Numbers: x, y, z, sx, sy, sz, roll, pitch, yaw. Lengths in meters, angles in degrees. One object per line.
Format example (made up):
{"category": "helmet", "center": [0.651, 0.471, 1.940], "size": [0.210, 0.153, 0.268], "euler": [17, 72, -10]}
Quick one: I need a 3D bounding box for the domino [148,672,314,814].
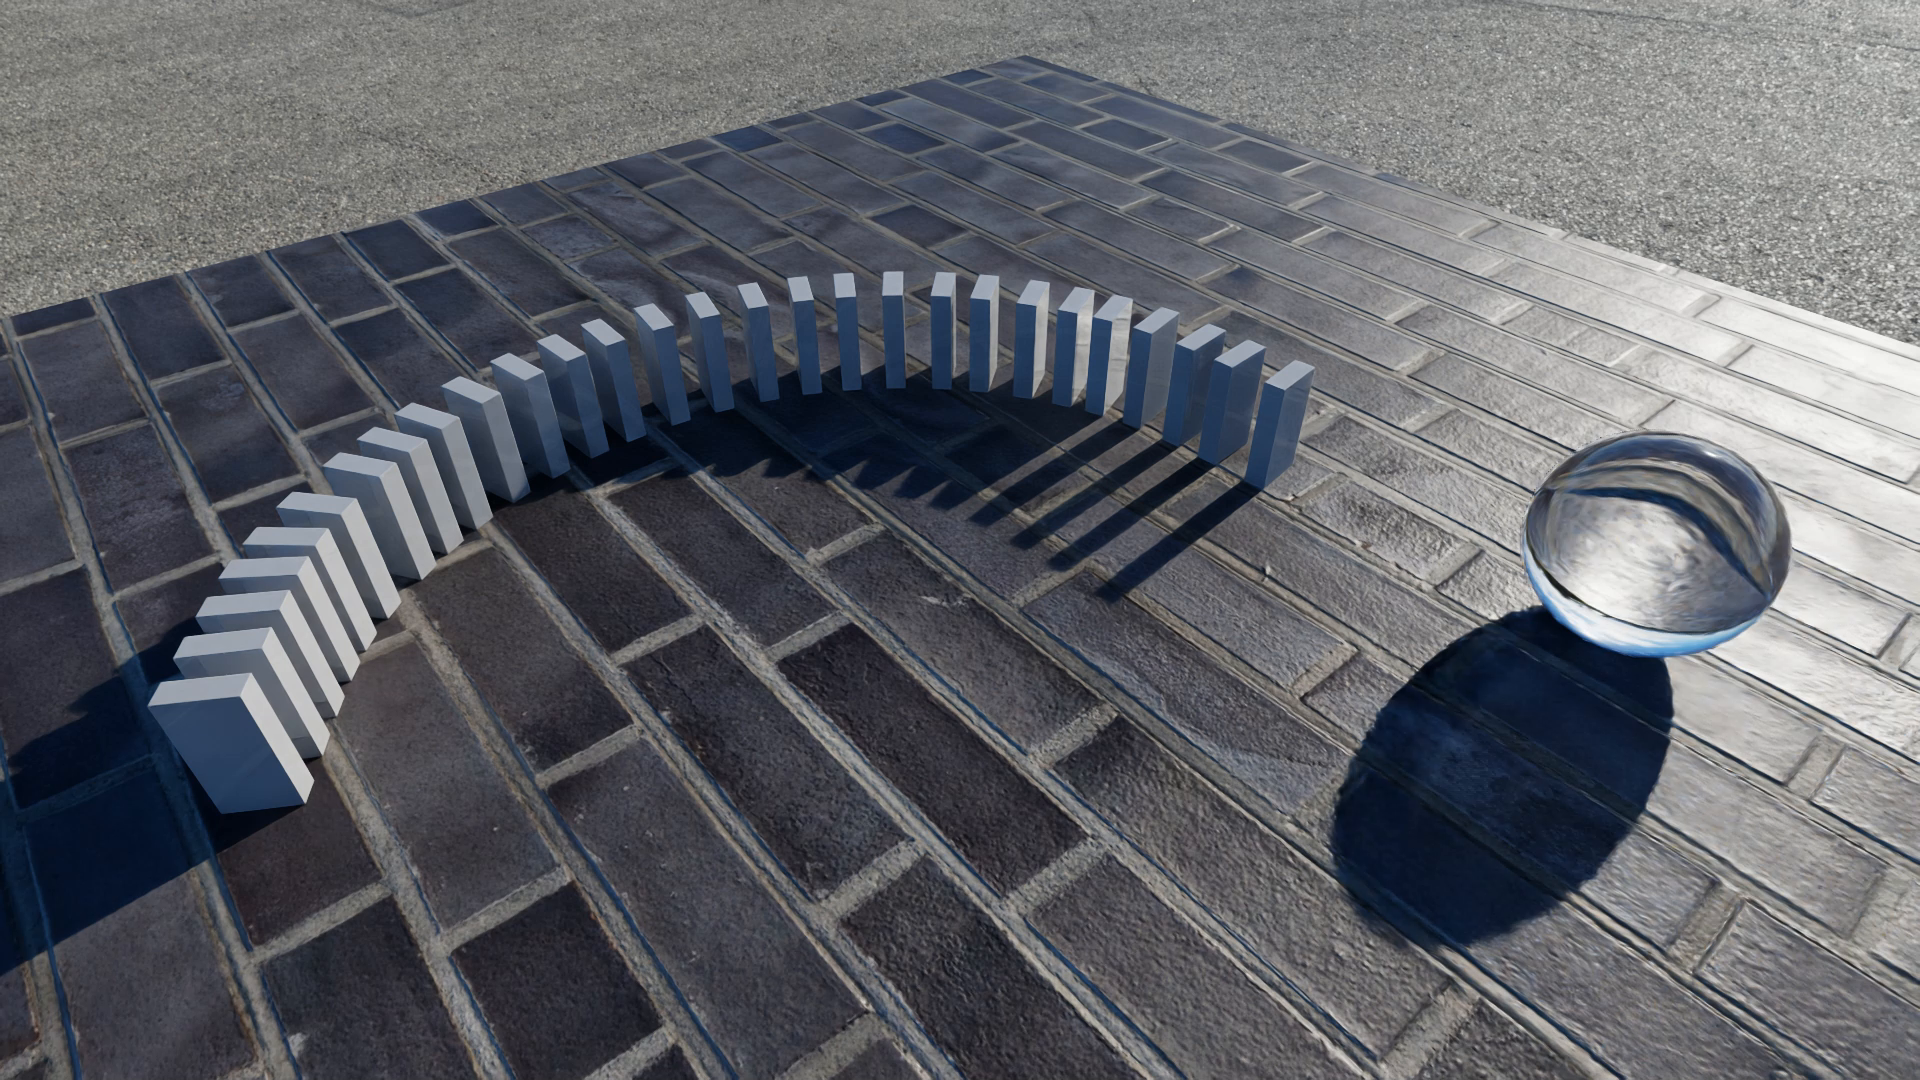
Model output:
{"category": "domino", "center": [-0.221, 0.063, 0.335], "size": [0.025, 0.050, 0.010], "euler": [-6, 40, -7]}

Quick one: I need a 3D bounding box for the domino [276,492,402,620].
{"category": "domino", "center": [-0.227, 0.006, 0.404], "size": [0.025, 0.050, 0.009], "euler": [6, 40, 7]}

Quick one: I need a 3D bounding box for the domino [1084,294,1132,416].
{"category": "domino", "center": [0.070, -0.087, 0.517], "size": [0.010, 0.050, 0.025], "euler": [19, 43, 22]}

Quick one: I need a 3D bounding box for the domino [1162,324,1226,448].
{"category": "domino", "center": [0.105, -0.069, 0.496], "size": [0.009, 0.050, 0.025], "euler": [31, 49, 32]}

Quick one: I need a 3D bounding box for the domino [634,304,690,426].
{"category": "domino", "center": [-0.138, -0.081, 0.511], "size": [0.009, 0.050, 0.025], "euler": [-22, 44, -25]}

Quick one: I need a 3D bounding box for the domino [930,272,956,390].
{"category": "domino", "center": [-0.008, -0.102, 0.535], "size": [0.010, 0.050, 0.025], "euler": [3, 39, 4]}

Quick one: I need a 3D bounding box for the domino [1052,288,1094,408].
{"category": "domino", "center": [0.054, -0.091, 0.523], "size": [0.009, 0.050, 0.025], "euler": [15, 42, 18]}

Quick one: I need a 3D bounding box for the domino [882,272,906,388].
{"category": "domino", "center": [-0.032, -0.102, 0.536], "size": [0.010, 0.050, 0.025], "euler": [-1, 39, -1]}

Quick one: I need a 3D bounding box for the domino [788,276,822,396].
{"category": "domino", "center": [-0.075, -0.099, 0.532], "size": [0.010, 0.050, 0.025], "euler": [-9, 40, -10]}

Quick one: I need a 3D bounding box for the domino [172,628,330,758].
{"category": "domino", "center": [-0.224, 0.051, 0.350], "size": [0.025, 0.050, 0.009], "euler": [-6, 40, -8]}

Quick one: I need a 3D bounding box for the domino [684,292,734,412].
{"category": "domino", "center": [-0.118, -0.088, 0.519], "size": [0.009, 0.050, 0.025], "euler": [-18, 43, -20]}

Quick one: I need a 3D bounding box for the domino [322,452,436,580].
{"category": "domino", "center": [-0.222, -0.009, 0.422], "size": [0.025, 0.050, 0.009], "euler": [10, 40, 12]}

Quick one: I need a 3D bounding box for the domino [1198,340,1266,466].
{"category": "domino", "center": [0.120, -0.060, 0.485], "size": [0.025, 0.050, 0.010], "euler": [-31, 49, -32]}

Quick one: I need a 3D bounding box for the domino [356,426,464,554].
{"category": "domino", "center": [-0.217, -0.019, 0.435], "size": [0.025, 0.050, 0.009], "euler": [13, 41, 16]}

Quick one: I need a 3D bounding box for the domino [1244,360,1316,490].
{"category": "domino", "center": [0.137, -0.049, 0.471], "size": [0.010, 0.050, 0.025], "euler": [31, 48, 32]}

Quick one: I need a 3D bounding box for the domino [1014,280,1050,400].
{"category": "domino", "center": [0.034, -0.096, 0.529], "size": [0.009, 0.050, 0.025], "euler": [11, 41, 14]}

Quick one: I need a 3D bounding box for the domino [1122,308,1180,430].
{"category": "domino", "center": [0.088, -0.079, 0.508], "size": [0.009, 0.050, 0.025], "euler": [26, 46, 28]}

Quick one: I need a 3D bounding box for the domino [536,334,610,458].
{"category": "domino", "center": [-0.172, -0.064, 0.489], "size": [0.025, 0.050, 0.009], "euler": [32, 49, 33]}

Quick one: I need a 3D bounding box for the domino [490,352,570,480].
{"category": "domino", "center": [-0.186, -0.053, 0.477], "size": [0.025, 0.050, 0.009], "euler": [27, 46, 29]}

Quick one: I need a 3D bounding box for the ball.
{"category": "ball", "center": [0.242, 0.002, 0.386], "size": [0.080, 0.080, 0.080], "euler": [0, 39, 0]}

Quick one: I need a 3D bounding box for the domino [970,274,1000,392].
{"category": "domino", "center": [0.012, -0.100, 0.533], "size": [0.010, 0.050, 0.025], "euler": [7, 40, 9]}

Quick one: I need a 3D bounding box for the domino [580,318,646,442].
{"category": "domino", "center": [-0.157, -0.072, 0.500], "size": [0.009, 0.050, 0.025], "euler": [-28, 47, -30]}

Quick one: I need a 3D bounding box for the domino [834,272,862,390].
{"category": "domino", "center": [-0.055, -0.101, 0.535], "size": [0.010, 0.050, 0.025], "euler": [-5, 40, -6]}

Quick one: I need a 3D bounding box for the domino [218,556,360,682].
{"category": "domino", "center": [-0.229, 0.028, 0.377], "size": [0.025, 0.050, 0.009], "euler": [-3, 39, -3]}

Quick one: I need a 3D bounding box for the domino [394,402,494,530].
{"category": "domino", "center": [-0.210, -0.029, 0.447], "size": [0.025, 0.050, 0.009], "euler": [17, 42, 19]}

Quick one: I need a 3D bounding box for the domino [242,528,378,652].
{"category": "domino", "center": [-0.229, 0.018, 0.389], "size": [0.025, 0.050, 0.009], "euler": [1, 39, 1]}

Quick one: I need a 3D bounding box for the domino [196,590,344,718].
{"category": "domino", "center": [-0.227, 0.039, 0.363], "size": [0.025, 0.050, 0.009], "euler": [-5, 40, -6]}

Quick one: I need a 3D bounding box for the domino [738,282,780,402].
{"category": "domino", "center": [-0.096, -0.094, 0.527], "size": [0.009, 0.050, 0.025], "euler": [-13, 41, -16]}

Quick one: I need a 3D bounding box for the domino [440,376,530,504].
{"category": "domino", "center": [-0.199, -0.042, 0.462], "size": [0.025, 0.050, 0.009], "euler": [22, 44, 24]}
